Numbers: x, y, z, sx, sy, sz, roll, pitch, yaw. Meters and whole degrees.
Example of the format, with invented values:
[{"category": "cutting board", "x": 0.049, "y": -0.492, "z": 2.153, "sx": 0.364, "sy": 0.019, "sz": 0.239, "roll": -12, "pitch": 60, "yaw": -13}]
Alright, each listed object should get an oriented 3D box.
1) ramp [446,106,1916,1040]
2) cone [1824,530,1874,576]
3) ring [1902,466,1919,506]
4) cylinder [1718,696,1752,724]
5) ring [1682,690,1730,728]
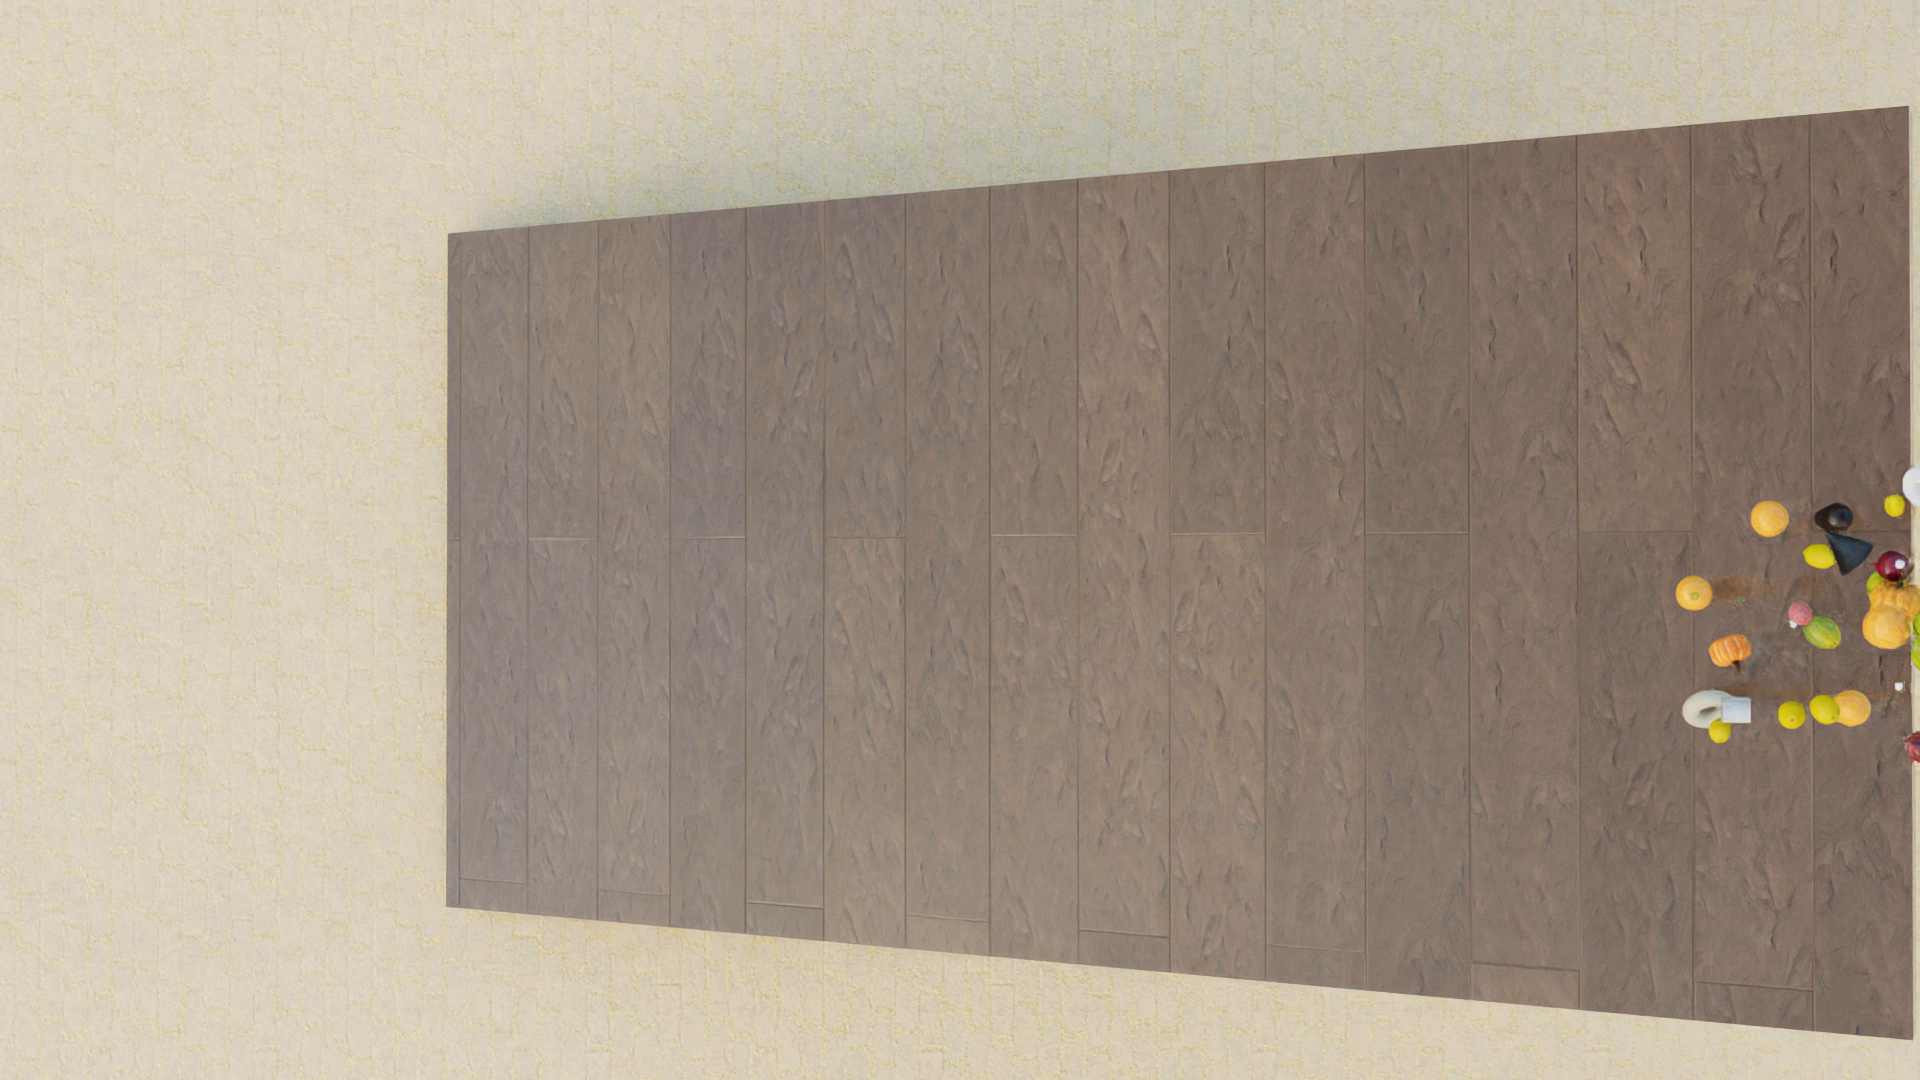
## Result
[{"category": "ramp", "x": 0.278, "y": 0.079, "z": 5.662, "sx": 4.000, "sy": 0.100, "sz": 2.000, "roll": 0, "pitch": 89, "yaw": 27}, {"category": "cone", "x": 1.643, "y": 0.008, "z": 4.102, "sx": 0.081, "sy": 0.081, "sz": 0.081, "roll": 42, "pitch": 90, "yaw": 3}, {"category": "ring", "x": 1.778, "y": -0.097, "z": 4.047, "sx": 0.030, "sy": 0.089, "sz": 0.089, "roll": -37, "pitch": 89, "yaw": -31}, {"category": "cylinder", "x": 1.528, "y": 0.335, "z": 4.331, "sx": 0.051, "sy": 0.051, "sz": 0.051, "roll": -14, "pitch": 89, "yaw": 31}, {"category": "ring", "x": 1.632, "y": 0.368, "z": 4.793, "sx": 0.112, "sy": 0.112, "sz": 0.037, "roll": 2, "pitch": 47, "yaw": 0}]
